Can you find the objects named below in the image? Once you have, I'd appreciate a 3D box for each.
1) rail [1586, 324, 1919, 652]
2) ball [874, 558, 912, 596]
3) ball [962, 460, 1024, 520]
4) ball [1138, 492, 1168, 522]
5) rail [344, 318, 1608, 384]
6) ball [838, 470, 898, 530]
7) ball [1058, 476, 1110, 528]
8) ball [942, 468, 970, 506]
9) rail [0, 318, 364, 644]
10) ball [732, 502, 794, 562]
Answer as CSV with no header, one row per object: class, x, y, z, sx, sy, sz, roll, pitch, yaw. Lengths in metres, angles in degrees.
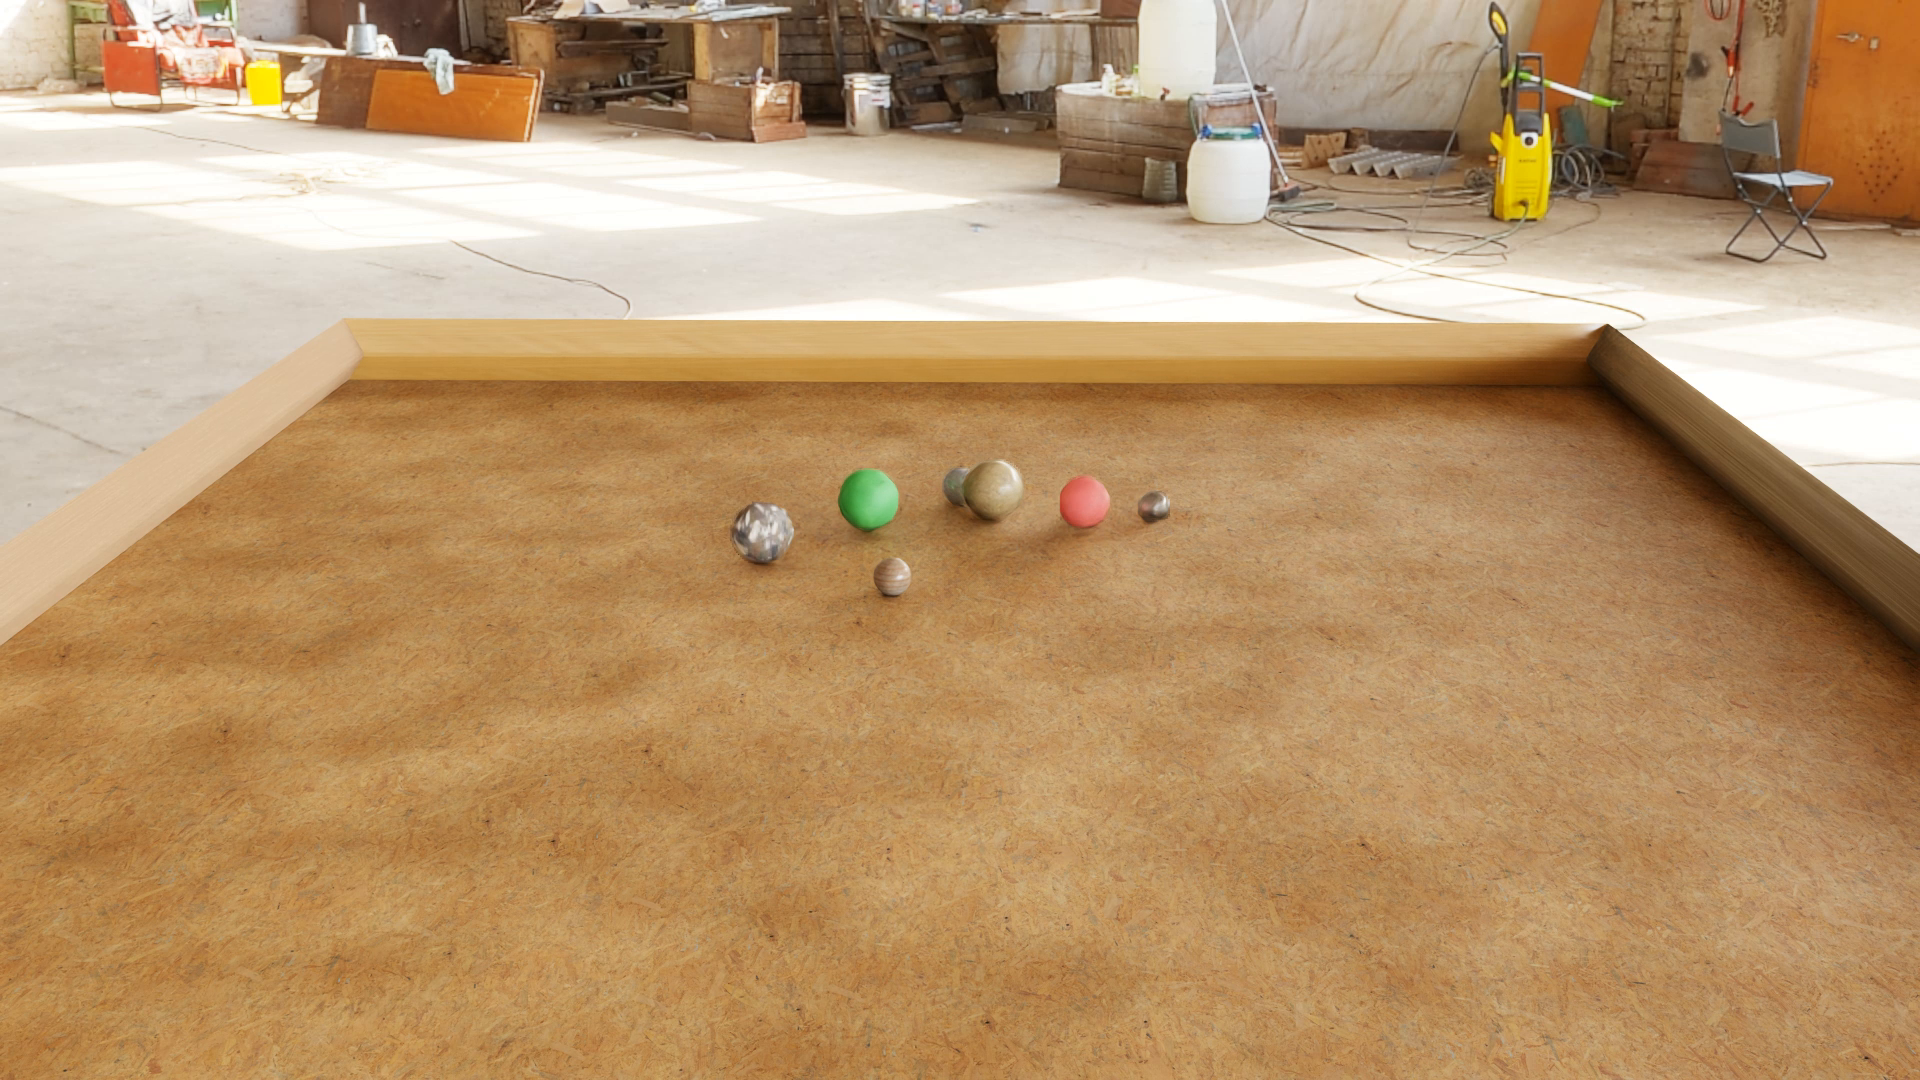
rail,1.054,0.290,1.779,0.045,0.108,4.242,0,17,1
ball,-0.083,0.045,2.700,0.047,0.047,0.047,0,17,0
ball,0.046,-0.069,3.015,0.083,0.083,0.083,0,17,0
ball,0.264,-0.045,3.005,0.043,0.043,0.043,0,17,0
rail,0.021,-0.322,3.807,2.198,0.108,0.045,0,17,1
ball,-0.124,-0.054,2.969,0.082,0.082,0.082,0,17,0
ball,0.169,-0.051,2.979,0.069,0.069,0.069,0,17,0
ball,0.001,-0.075,3.085,0.054,0.054,0.054,0,17,0
rail,-1.096,0.278,1.820,0.045,0.108,4.242,0,17,1
ball,-0.253,-0.010,2.827,0.079,0.079,0.079,0,17,0
